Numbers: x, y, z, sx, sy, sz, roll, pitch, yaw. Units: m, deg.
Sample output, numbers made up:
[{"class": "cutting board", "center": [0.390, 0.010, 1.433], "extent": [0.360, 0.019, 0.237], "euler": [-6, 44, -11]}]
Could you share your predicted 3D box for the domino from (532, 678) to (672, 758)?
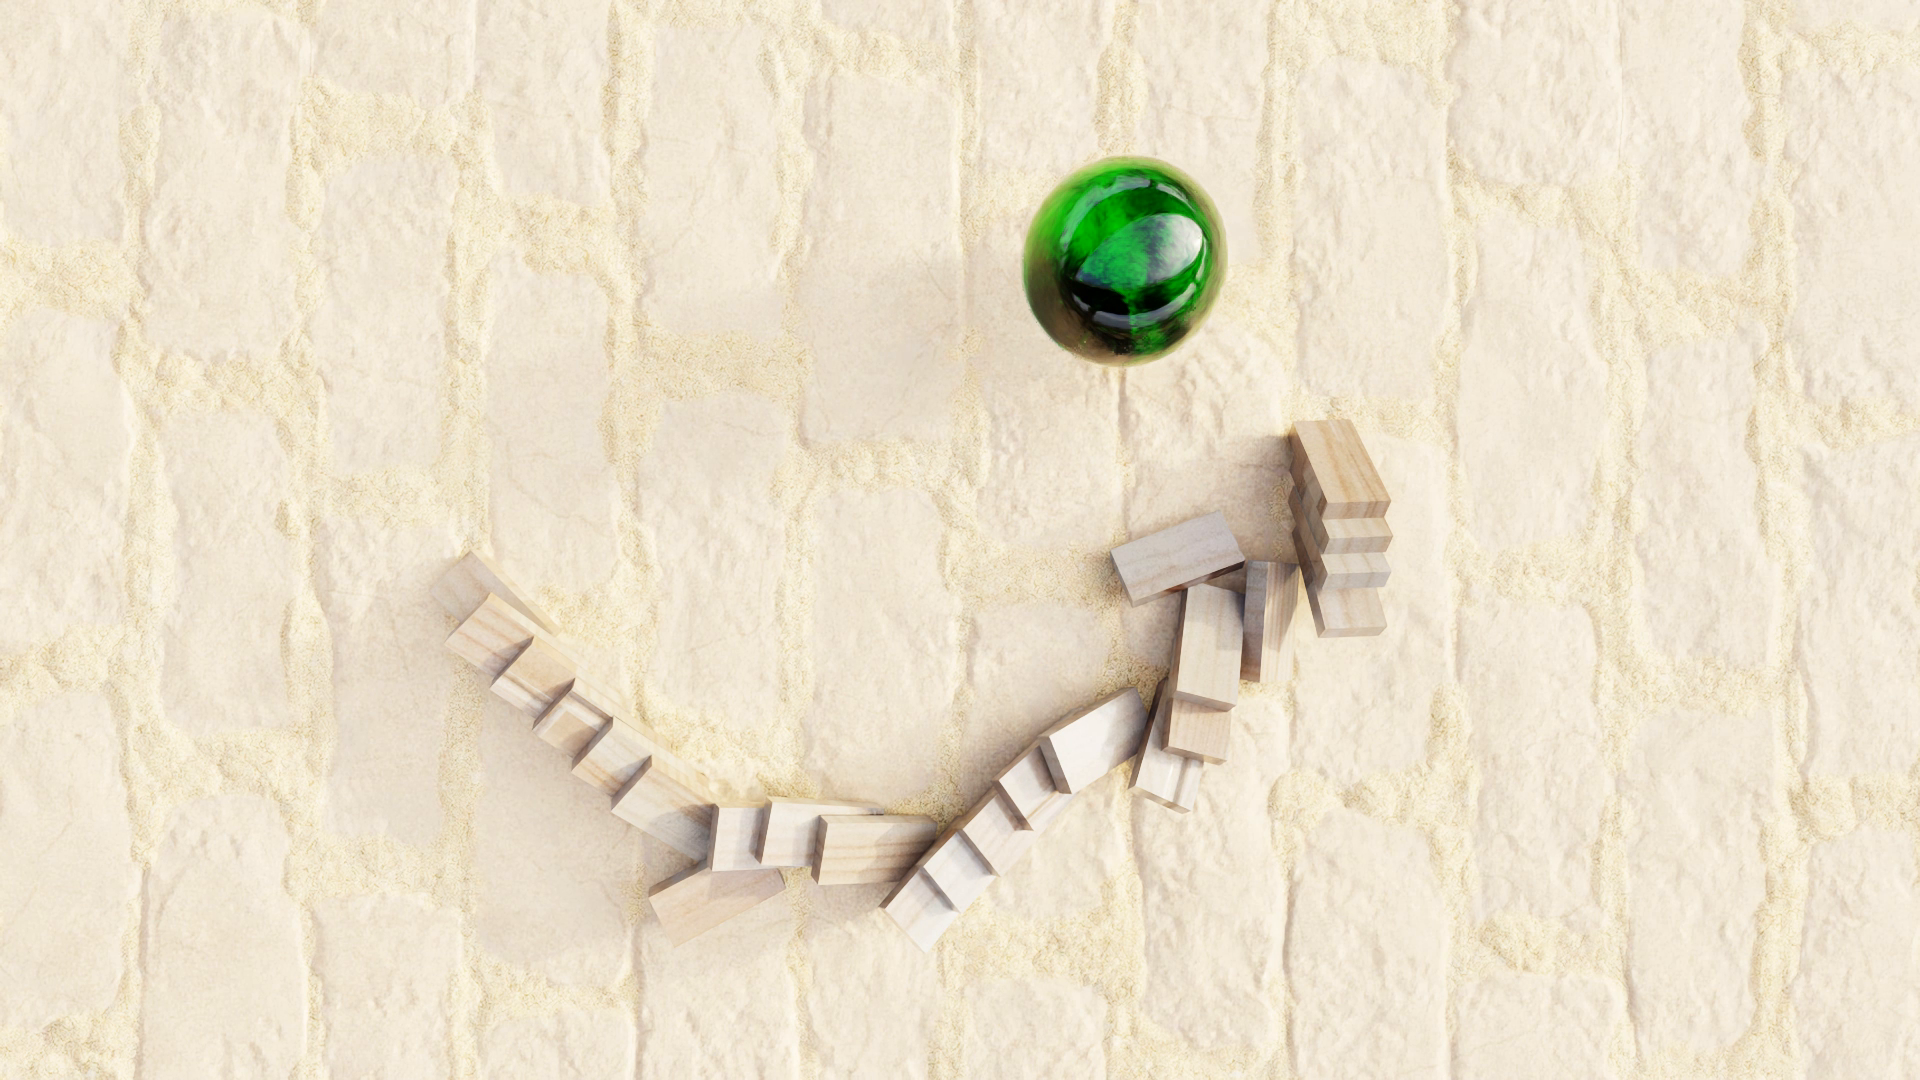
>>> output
[{"class": "domino", "center": [-0.150, 0.083, 0.386], "extent": [0.025, 0.009, 0.050], "euler": [-46, 114, 0]}]

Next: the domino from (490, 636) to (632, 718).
[{"class": "domino", "center": [-0.167, 0.066, 0.385], "extent": [0.025, 0.009, 0.050], "euler": [-46, 115, 0]}]

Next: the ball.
[{"class": "ball", "center": [0.064, -0.108, 0.360], "extent": [0.080, 0.080, 0.080], "euler": [0, 90, 0]}]

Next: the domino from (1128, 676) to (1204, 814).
[{"class": "domino", "center": [0.090, 0.086, 0.384], "extent": [0.025, 0.010, 0.050], "euler": [24, 62, -1]}]

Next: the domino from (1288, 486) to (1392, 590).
[{"class": "domino", "center": [0.156, -0.002, 0.379], "extent": [0.025, 0.010, 0.050], "euler": [-2, 47, 0]}]

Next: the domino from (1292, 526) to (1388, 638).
[{"class": "domino", "center": [0.158, 0.016, 0.384], "extent": [0.025, 0.009, 0.050], "euler": [-2, 60, 0]}]

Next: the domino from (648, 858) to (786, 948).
[{"class": "domino", "center": [-0.102, 0.147, 0.387], "extent": [0.050, 0.009, 0.025], "euler": [-25, 102, -13]}]

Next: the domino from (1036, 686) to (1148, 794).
[{"class": "domino", "center": [0.058, 0.083, 0.383], "extent": [0.050, 0.010, 0.025], "euler": [-22, 90, -32]}]

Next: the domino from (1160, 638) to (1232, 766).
[{"class": "domino", "center": [0.100, 0.066, 0.384], "extent": [0.025, 0.009, 0.050], "euler": [14, 63, -2]}]

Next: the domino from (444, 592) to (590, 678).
[{"class": "domino", "center": [-0.185, 0.048, 0.384], "extent": [0.025, 0.009, 0.050], "euler": [-45, 115, 0]}]

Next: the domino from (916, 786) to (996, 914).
[{"class": "domino", "center": [0.008, 0.128, 0.384], "extent": [0.050, 0.010, 0.025], "euler": [-40, 93, -27]}]

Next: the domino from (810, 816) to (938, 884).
[{"class": "domino", "center": [-0.035, 0.129, 0.384], "extent": [0.050, 0.010, 0.025], "euler": [9, 90, -28]}]

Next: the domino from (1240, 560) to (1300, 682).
[{"class": "domino", "center": [0.131, 0.034, 0.388], "extent": [0.025, 0.010, 0.050], "euler": [4, 90, -40]}]

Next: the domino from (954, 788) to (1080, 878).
[{"class": "domino", "center": [0.024, 0.113, 0.384], "extent": [0.050, 0.009, 0.025], "euler": [-39, 92, -27]}]

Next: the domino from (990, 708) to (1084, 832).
[{"class": "domino", "center": [0.039, 0.095, 0.385], "extent": [0.050, 0.009, 0.025], "euler": [-35, 90, -27]}]

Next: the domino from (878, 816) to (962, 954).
[{"class": "domino", "center": [-0.007, 0.143, 0.384], "extent": [0.025, 0.009, 0.050], "euler": [49, 63, -5]}]

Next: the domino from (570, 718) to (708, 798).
[{"class": "domino", "center": [-0.134, 0.099, 0.385], "extent": [0.025, 0.010, 0.050], "euler": [-47, 115, 0]}]

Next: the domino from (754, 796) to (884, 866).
[{"class": "domino", "center": [-0.058, 0.122, 0.383], "extent": [0.050, 0.010, 0.025], "euler": [12, 85, -28]}]

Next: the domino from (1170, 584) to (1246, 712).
[{"class": "domino", "center": [0.104, 0.044, 0.384], "extent": [0.025, 0.010, 0.050], "euler": [14, 63, 0]}]

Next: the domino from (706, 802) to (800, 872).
[{"class": "domino", "center": [-0.078, 0.123, 0.383], "extent": [0.050, 0.010, 0.025], "euler": [8, 86, -28]}]

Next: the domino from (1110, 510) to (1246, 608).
[{"class": "domino", "center": [0.092, 0.008, 0.391], "extent": [0.050, 0.009, 0.025], "euler": [-20, 66, 0]}]

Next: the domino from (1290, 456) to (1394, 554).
[{"class": "domino", "center": [0.157, -0.016, 0.379], "extent": [0.025, 0.009, 0.050], "euler": [-2, 47, 0]}]

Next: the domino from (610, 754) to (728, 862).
[{"class": "domino", "center": [-0.117, 0.114, 0.385], "extent": [0.050, 0.009, 0.025], "euler": [42, 90, -25]}]

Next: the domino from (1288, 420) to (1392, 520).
[{"class": "domino", "center": [0.156, -0.030, 0.379], "extent": [0.025, 0.010, 0.050], "euler": [-2, 47, 0]}]

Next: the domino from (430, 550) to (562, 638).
[{"class": "domino", "center": [-0.200, 0.031, 0.395], "extent": [0.025, 0.009, 0.050], "euler": [-45, 90, 0]}]
